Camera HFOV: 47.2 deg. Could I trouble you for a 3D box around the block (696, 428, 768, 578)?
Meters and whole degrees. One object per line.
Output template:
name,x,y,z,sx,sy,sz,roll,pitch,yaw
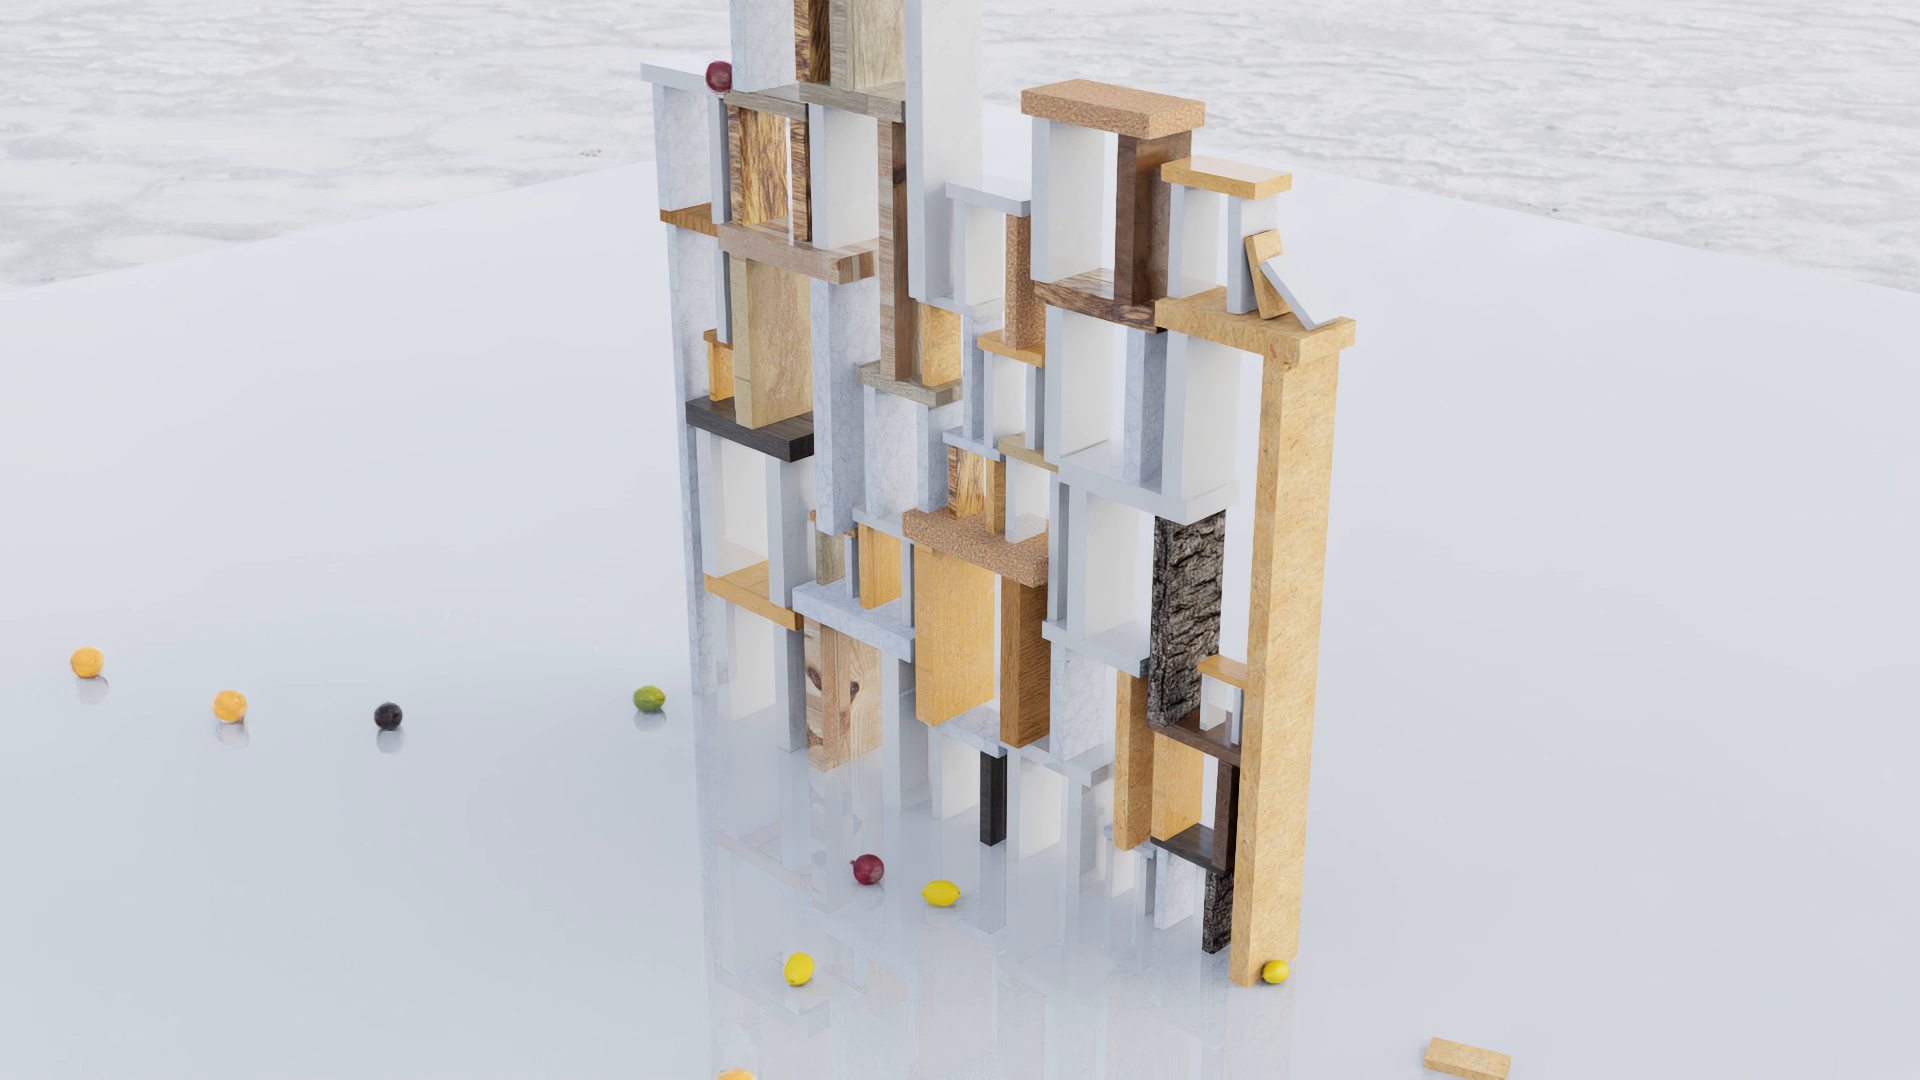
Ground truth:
block,-0.478,-0.101,4.707,0.166,0.332,0.047,-21,31,-41

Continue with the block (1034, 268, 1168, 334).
block,0.275,-0.413,3.753,0.274,0.039,0.137,21,31,40

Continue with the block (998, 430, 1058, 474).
block,0.159,-0.159,3.977,0.085,0.024,0.169,-21,31,-40

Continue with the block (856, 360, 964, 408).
block,-0.084,-0.304,4.188,0.217,0.031,0.108,21,31,41

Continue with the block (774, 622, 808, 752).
block,-0.325,0.291,4.695,0.042,0.296,0.148,21,31,41

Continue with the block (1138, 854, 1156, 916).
block,0.360,0.634,4.107,0.062,0.123,0.017,-22,31,-40

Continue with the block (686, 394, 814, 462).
block,-0.400,-0.245,4.561,0.332,0.047,0.166,21,31,41

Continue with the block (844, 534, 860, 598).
block,-0.201,0.045,4.462,0.019,0.137,0.068,21,31,40

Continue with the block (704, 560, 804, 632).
block,-0.394,0.109,4.693,0.296,0.042,0.148,21,31,41

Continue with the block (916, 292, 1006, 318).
block,0.003,-0.442,4.039,0.079,0.022,0.158,-21,31,-40

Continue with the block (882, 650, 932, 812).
block,-0.077,0.361,4.464,0.049,0.348,0.174,21,31,41

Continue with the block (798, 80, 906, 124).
block,-0.154,-0.819,4.049,0.275,0.039,0.138,21,31,41

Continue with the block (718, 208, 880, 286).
block,-0.290,-0.576,4.298,0.180,0.051,0.359,-21,31,-40

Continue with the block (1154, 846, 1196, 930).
block,0.398,0.628,4.063,0.085,0.170,0.024,-21,31,-41

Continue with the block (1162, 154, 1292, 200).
block,0.426,-0.582,3.521,0.190,0.027,0.095,21,31,41

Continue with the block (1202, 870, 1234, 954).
block,0.479,0.659,3.990,0.085,0.170,0.024,-21,31,-40

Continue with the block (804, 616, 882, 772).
block,-0.241,0.297,4.615,0.049,0.348,0.174,21,31,41

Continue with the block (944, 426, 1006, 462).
block,0.047,-0.183,4.093,0.074,0.021,0.148,-21,31,-41

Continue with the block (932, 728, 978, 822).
block,-0.010,0.455,4.427,0.029,0.204,0.102,21,31,41

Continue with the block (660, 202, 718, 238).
block,-0.502,-0.658,4.497,0.110,0.031,0.220,-21,31,-41

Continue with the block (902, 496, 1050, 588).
block,0.072,-0.006,4.144,0.343,0.049,0.171,21,31,41

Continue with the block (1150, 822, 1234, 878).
block,0.438,0.554,3.989,0.085,0.024,0.170,-21,31,-41

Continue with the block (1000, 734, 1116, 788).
block,0.200,0.395,4.180,0.118,0.034,0.237,-21,31,-41

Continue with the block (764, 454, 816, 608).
block,-0.321,-0.040,4.563,0.166,0.332,0.047,-21,31,-41

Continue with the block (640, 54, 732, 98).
block,-0.506,-0.926,4.386,0.257,0.036,0.128,21,30,40

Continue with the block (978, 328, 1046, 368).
block,0.117,-0.347,3.951,0.080,0.023,0.160,-21,31,-40

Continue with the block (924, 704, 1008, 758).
block,0.037,0.366,4.337,0.102,0.029,0.204,-21,31,-41

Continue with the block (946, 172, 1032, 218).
block,0.075,-0.608,3.872,0.097,0.027,0.194,-20,30,-38

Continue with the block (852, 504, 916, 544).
block,-0.117,-0.039,4.334,0.183,0.026,0.091,21,31,41

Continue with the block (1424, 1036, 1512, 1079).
block,0.849,0.873,3.680,0.132,0.019,0.066,10,25,22

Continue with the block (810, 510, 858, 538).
block,-0.234,-0.040,4.461,0.137,0.019,0.068,21,31,40

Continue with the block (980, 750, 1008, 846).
block,0.086,0.493,4.338,0.029,0.204,0.102,21,31,41

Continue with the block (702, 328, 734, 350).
block,-0.467,-0.415,4.553,0.064,0.018,0.128,-21,30,-40

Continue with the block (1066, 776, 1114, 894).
block,0.256,0.542,4.181,0.118,0.237,0.034,-21,31,-41

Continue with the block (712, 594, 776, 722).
block,-0.465,0.237,4.823,0.042,0.296,0.148,21,31,41

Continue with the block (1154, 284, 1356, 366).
block,0.475,-0.351,3.553,0.293,0.042,0.147,21,31,41

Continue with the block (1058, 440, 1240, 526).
block,0.327,-0.103,3.823,0.289,0.041,0.144,21,31,40

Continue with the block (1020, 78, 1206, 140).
block,0.252,-0.716,3.646,0.282,0.040,0.141,21,31,41

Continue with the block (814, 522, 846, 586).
block,-0.265,0.020,4.522,0.019,0.137,0.068,21,31,41

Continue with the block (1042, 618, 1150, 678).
block,0.276,0.180,3.992,0.119,0.034,0.238,-21,30,-40

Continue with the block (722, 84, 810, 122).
block,-0.333,-0.848,4.224,0.237,0.034,0.118,21,31,40

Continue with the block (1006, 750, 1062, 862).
block,0.145,0.498,4.284,0.118,0.237,0.034,-21,31,-41

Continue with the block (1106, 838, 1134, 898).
block,0.303,0.612,4.161,0.062,0.123,0.017,-21,31,-40

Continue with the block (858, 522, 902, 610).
block,-0.160,0.040,4.415,0.026,0.183,0.091,21,31,41

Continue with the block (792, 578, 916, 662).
block,-0.159,0.146,4.462,0.348,0.049,0.174,21,31,41

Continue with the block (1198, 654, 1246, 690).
block,0.470,0.228,3.806,0.054,0.015,0.108,-21,31,-40

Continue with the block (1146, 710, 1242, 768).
block,0.446,0.336,3.888,0.213,0.030,0.107,21,31,40

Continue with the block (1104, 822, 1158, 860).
block,0.335,0.555,4.113,0.062,0.017,0.123,-22,31,-40
